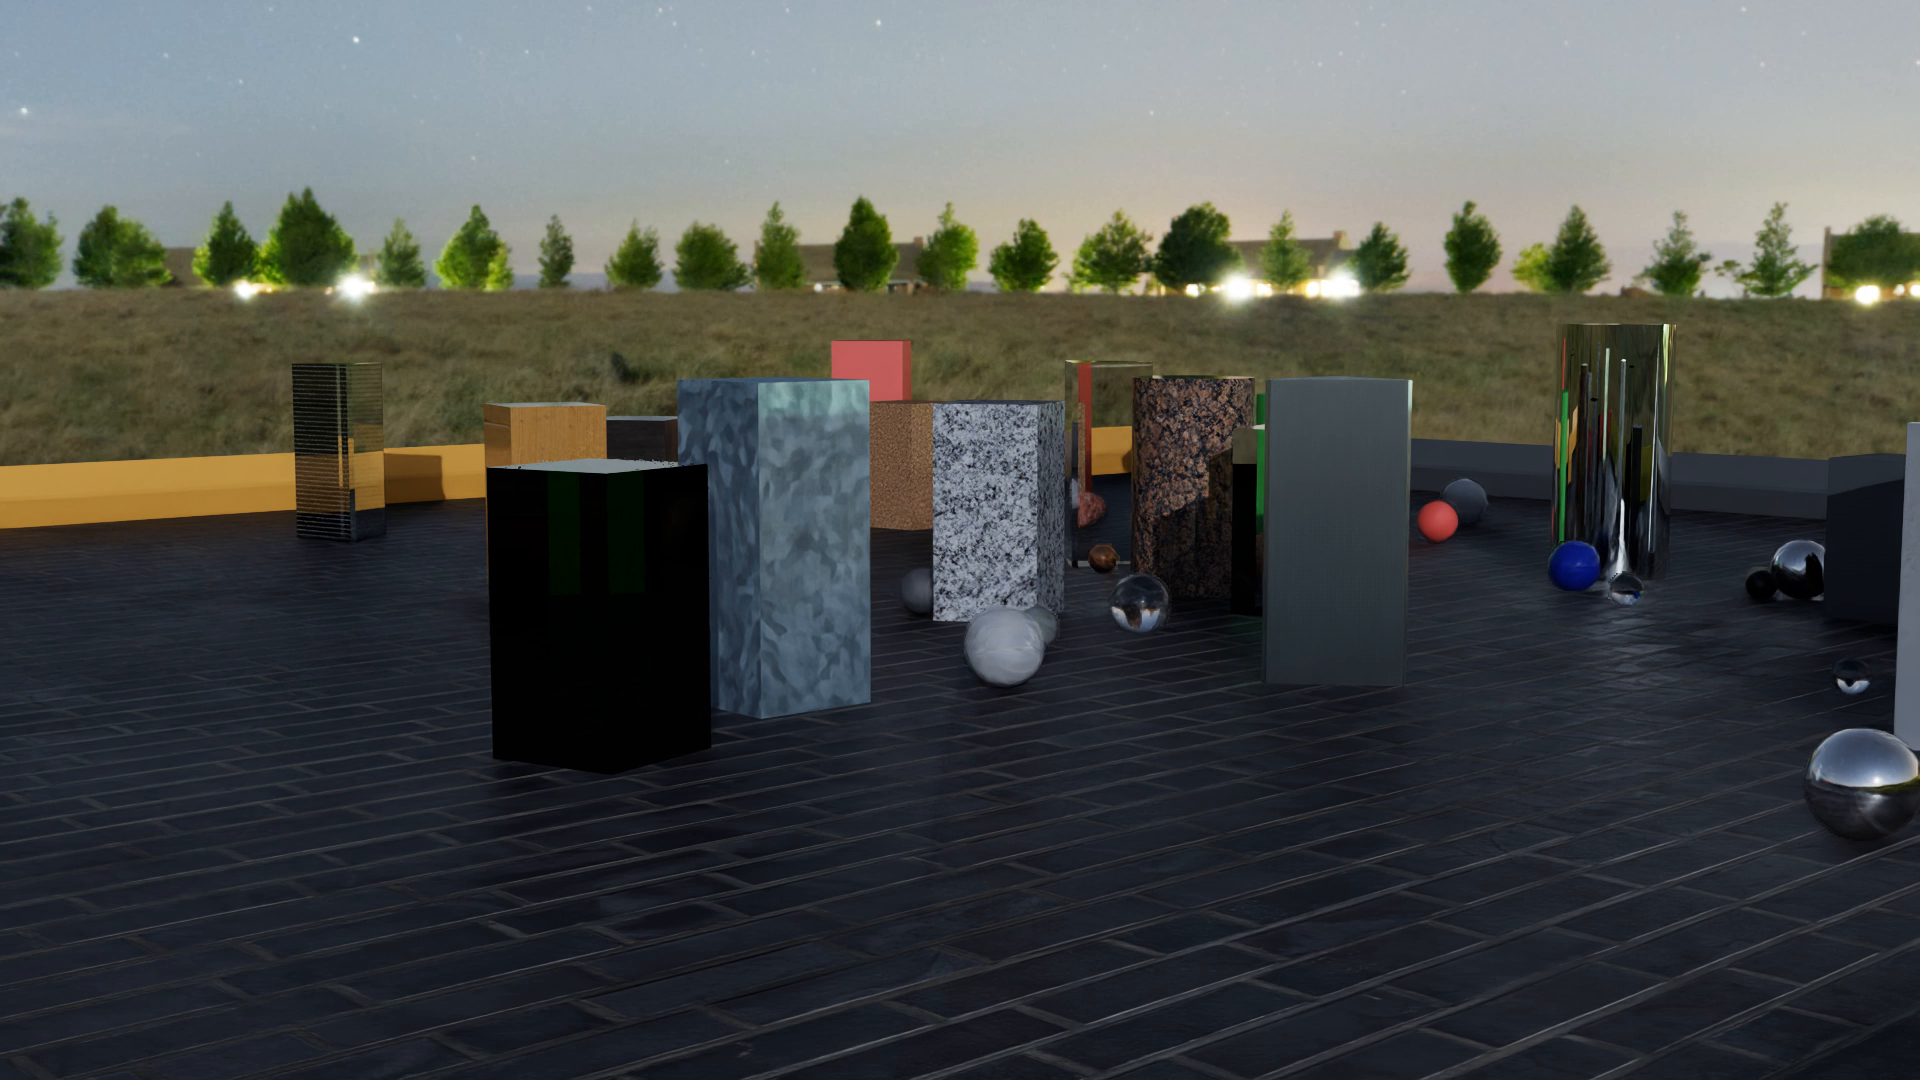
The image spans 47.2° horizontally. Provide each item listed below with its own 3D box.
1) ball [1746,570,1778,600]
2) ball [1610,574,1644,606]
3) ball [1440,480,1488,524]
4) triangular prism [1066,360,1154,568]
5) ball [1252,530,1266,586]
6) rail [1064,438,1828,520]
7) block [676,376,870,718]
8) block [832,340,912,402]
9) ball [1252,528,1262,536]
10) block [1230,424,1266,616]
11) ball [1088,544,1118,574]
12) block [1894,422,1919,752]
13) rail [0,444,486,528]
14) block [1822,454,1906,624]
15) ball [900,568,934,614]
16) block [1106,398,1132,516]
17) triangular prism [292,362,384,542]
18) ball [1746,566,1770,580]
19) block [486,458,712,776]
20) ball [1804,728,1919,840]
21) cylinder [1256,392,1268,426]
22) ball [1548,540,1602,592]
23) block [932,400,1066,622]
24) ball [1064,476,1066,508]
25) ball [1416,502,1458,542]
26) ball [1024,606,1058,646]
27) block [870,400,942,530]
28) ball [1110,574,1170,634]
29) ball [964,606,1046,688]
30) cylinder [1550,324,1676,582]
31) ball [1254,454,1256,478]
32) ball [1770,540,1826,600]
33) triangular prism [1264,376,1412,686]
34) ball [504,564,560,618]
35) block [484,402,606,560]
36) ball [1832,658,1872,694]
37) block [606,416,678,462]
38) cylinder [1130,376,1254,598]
[{"bbox_3d":[1.229,0.069,3.372,0.046,0.046,0.046,0,6,0],"label":"ball"},{"bbox_3d":[1.000,0.075,3.299,0.049,0.049,0.049,0,6,0],"label":"ball"},{"bbox_3d":[1.042,-0.079,4.546,0.094,0.094,0.094,0,6,0],"label":"ball"},{"bbox_3d":[0.229,-0.139,3.881,0.166,0.353,0.144,-4,7,-32],"label":"triangular prism"},{"bbox_3d":[0.499,0.029,3.535,0.091,0.091,0.091,0,6,0],"label":"ball"},{"bbox_3d":[1.633,-0.125,4.831,0.045,0.125,4.300,-6,8,-42],"label":"rail"},{"bbox_3d":[-0.210,0.002,2.483,0.154,0.365,0.154,-5,8,-41],"label":"block"},{"bbox_3d":[-0.192,-0.248,4.810,0.154,0.375,0.154,1,6,6],"label":"block"},{"bbox_3d":[0.496,0.018,3.703,0.078,0.078,0.078,0,6,0],"label":"ball"},{"bbox_3d":[0.501,-0.030,3.234,0.154,0.271,0.154,3,7,28],"label":"block"},{"bbox_3d":[0.241,0.031,3.714,0.049,0.049,0.049,0,6,0],"label":"ball"},{"bbox_3d":[1.059,0.048,2.210,0.154,0.330,0.154,-4,7,-36],"label":"block"},{"bbox_3d":[-1.442,-0.131,4.886,4.491,0.125,0.045,-6,8,-42],"label":"rail"},{"bbox_3d":[1.361,-0.003,3.175,0.154,0.231,0.154,-5,8,-41],"label":"block"},{"bbox_3d":[-0.054,0.075,3.212,0.068,0.068,0.068,0,6,0],"label":"ball"},{"bbox_3d":[0.422,-0.182,4.795,0.154,0.248,0.154,-2,6,-22],"label":"block"},{"bbox_3d":[-1.182,-0.174,4.282,0.166,0.339,0.144,4,7,35],"label":"triangular prism"},{"bbox_3d":[1.260,0.061,3.464,0.042,0.042,0.042,0,6,0],"label":"ball"},{"bbox_3d":[-0.359,0.070,2.196,0.154,0.290,0.154,4,7,32],"label":"block"},{"bbox_3d":[0.761,0.205,1.852,0.094,0.094,0.094,0,6,0],"label":"ball"},{"bbox_3d":[0.624,-0.113,3.924,0.192,0.293,0.192,0,6,0],"label":"cylinder"},{"bbox_3d":[0.972,0.041,3.477,0.080,0.080,0.080,0,6,0],"label":"ball"},{"bbox_3d":[0.058,-0.044,3.186,0.154,0.310,0.154,2,6,17],"label":"block"},{"bbox_3d":[0.252,-0.107,4.875,0.082,0.082,0.082,0,6,0],"label":"ball"},{"bbox_3d":[0.915,-0.036,4.215,0.078,0.078,0.078,0,6,0],"label":"ball"},{"bbox_3d":[0.101,0.115,2.887,0.055,0.055,0.055,0,6,0],"label":"ball"},{"bbox_3d":[-0.103,-0.157,4.521,0.154,0.254,0.154,5,8,42],"label":"block"},{"bbox_3d":[0.247,0.088,3.016,0.083,0.083,0.083,0,6,0],"label":"ball"},{"bbox_3d":[0.052,0.126,2.591,0.096,0.096,0.096,0,6,0],"label":"ball"},{"bbox_3d":[1.088,-0.150,3.669,0.192,0.419,0.192,0,6,0],"label":"cylinder"},{"bbox_3d":[0.786,-0.190,5.659,0.082,0.082,0.082,0,6,0],"label":"ball"},{"bbox_3d":[1.294,0.045,3.378,0.092,0.092,0.092,0,6,0],"label":"ball"},{"bbox_3d":[0.453,-0.016,2.667,0.166,0.361,0.144,1,6,7],"label":"triangular prism"},{"bbox_3d":[-0.619,0.073,3.182,0.078,0.078,0.078,0,6,0],"label":"ball"},{"bbox_3d":[-0.663,-0.071,3.520,0.154,0.292,0.154,-3,7,-27],"label":"block"},{"bbox_3d":[1.033,0.157,2.547,0.043,0.043,0.043,0,6,0],"label":"ball"},{"bbox_3d":[-0.599,-0.108,4.124,0.154,0.241,0.154,1,6,12],"label":"block"},{"bbox_3d":[0.367,-0.088,3.472,0.192,0.338,0.192,0,6,0],"label":"cylinder"}]
